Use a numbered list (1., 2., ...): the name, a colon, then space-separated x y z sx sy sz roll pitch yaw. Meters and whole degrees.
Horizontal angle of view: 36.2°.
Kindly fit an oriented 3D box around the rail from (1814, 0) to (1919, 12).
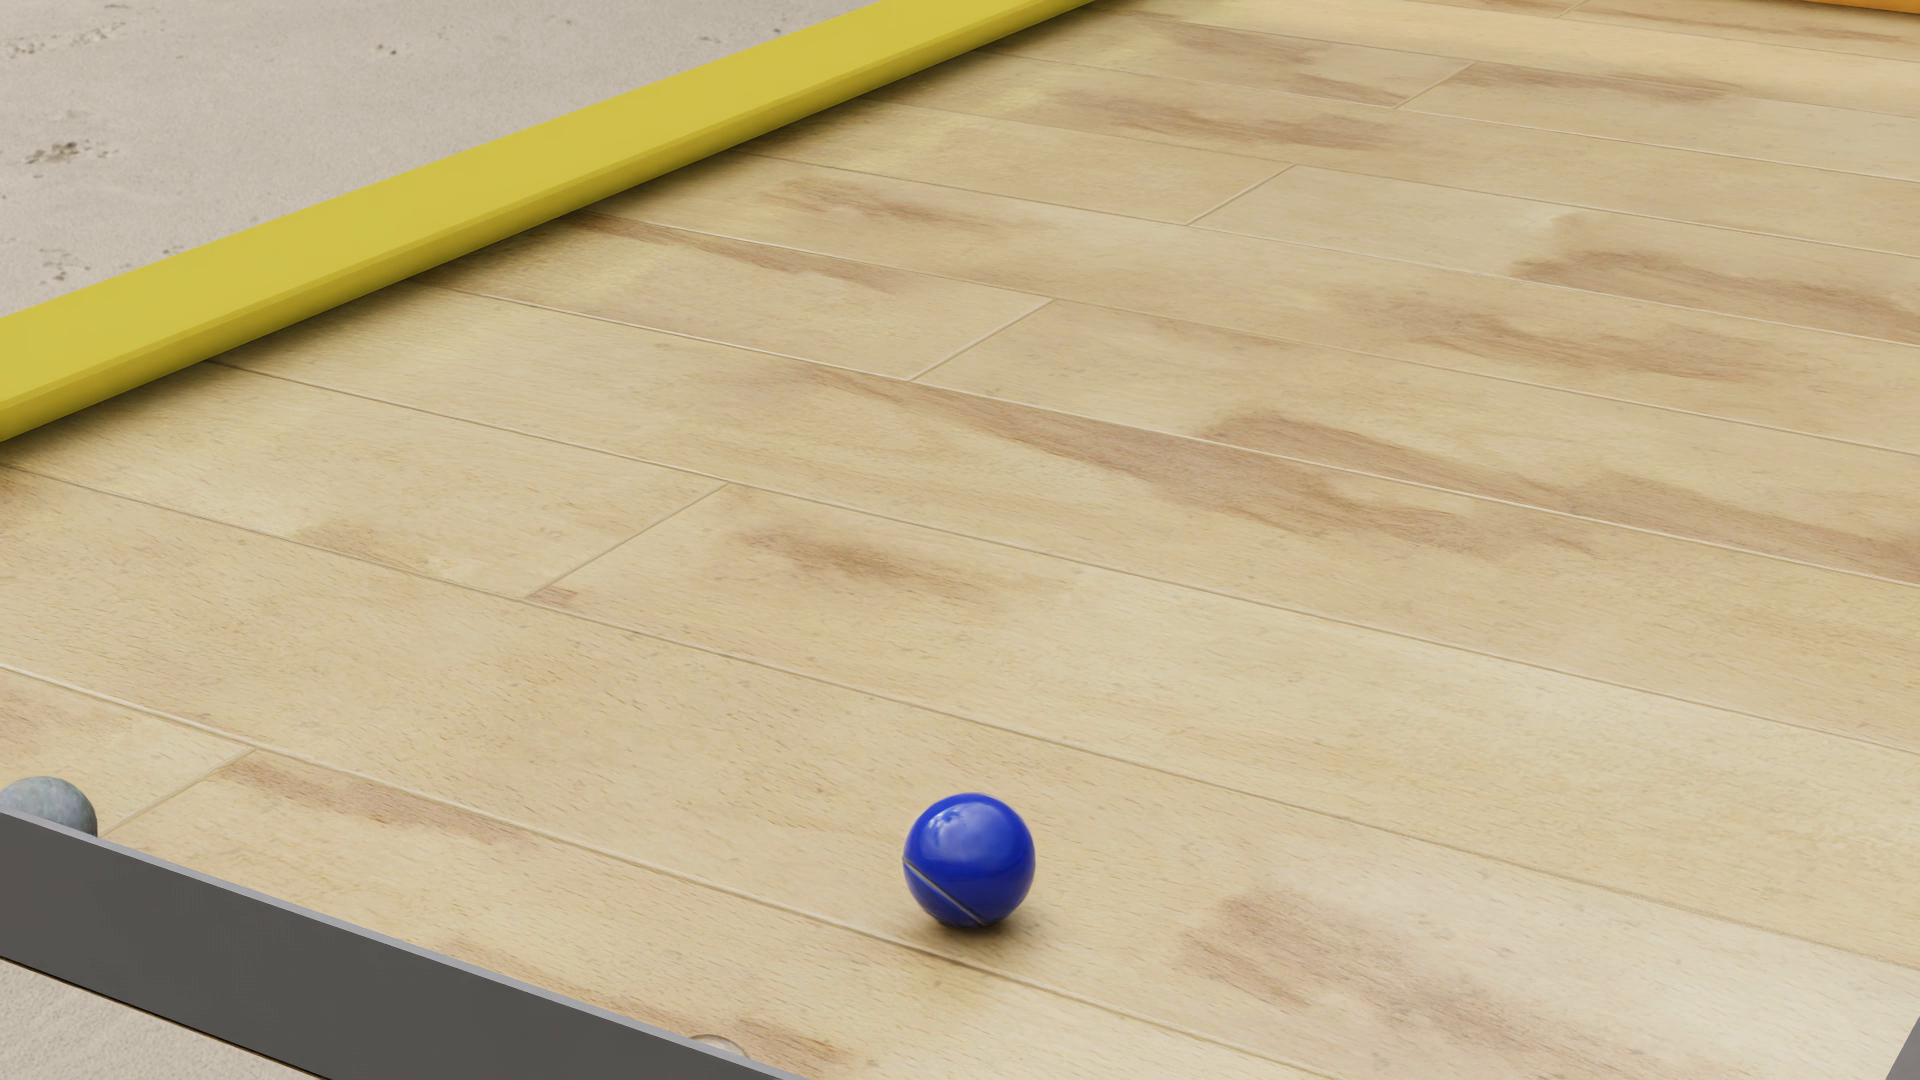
1. rail: 1.039 -0.705 3.611 1.529 0.094 0.045 13 26 28

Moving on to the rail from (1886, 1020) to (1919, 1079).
1. rail: 0.988 -0.103 2.191 0.045 0.094 2.754 13 26 28

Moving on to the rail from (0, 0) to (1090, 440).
1. rail: -0.287 -0.397 2.885 0.045 0.094 2.754 13 26 28

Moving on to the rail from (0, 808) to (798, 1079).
1. rail: -0.338 0.205 1.465 1.529 0.094 0.045 13 26 28

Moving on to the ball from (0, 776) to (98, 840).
1. ball: -0.505 0.160 1.615 0.061 0.061 0.061 0 23 0

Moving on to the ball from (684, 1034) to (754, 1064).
1. ball: -0.120 0.259 1.396 0.050 0.050 0.050 0 23 0

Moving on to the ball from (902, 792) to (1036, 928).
1. ball: 0.005 0.172 1.574 0.072 0.072 0.072 0 23 0
